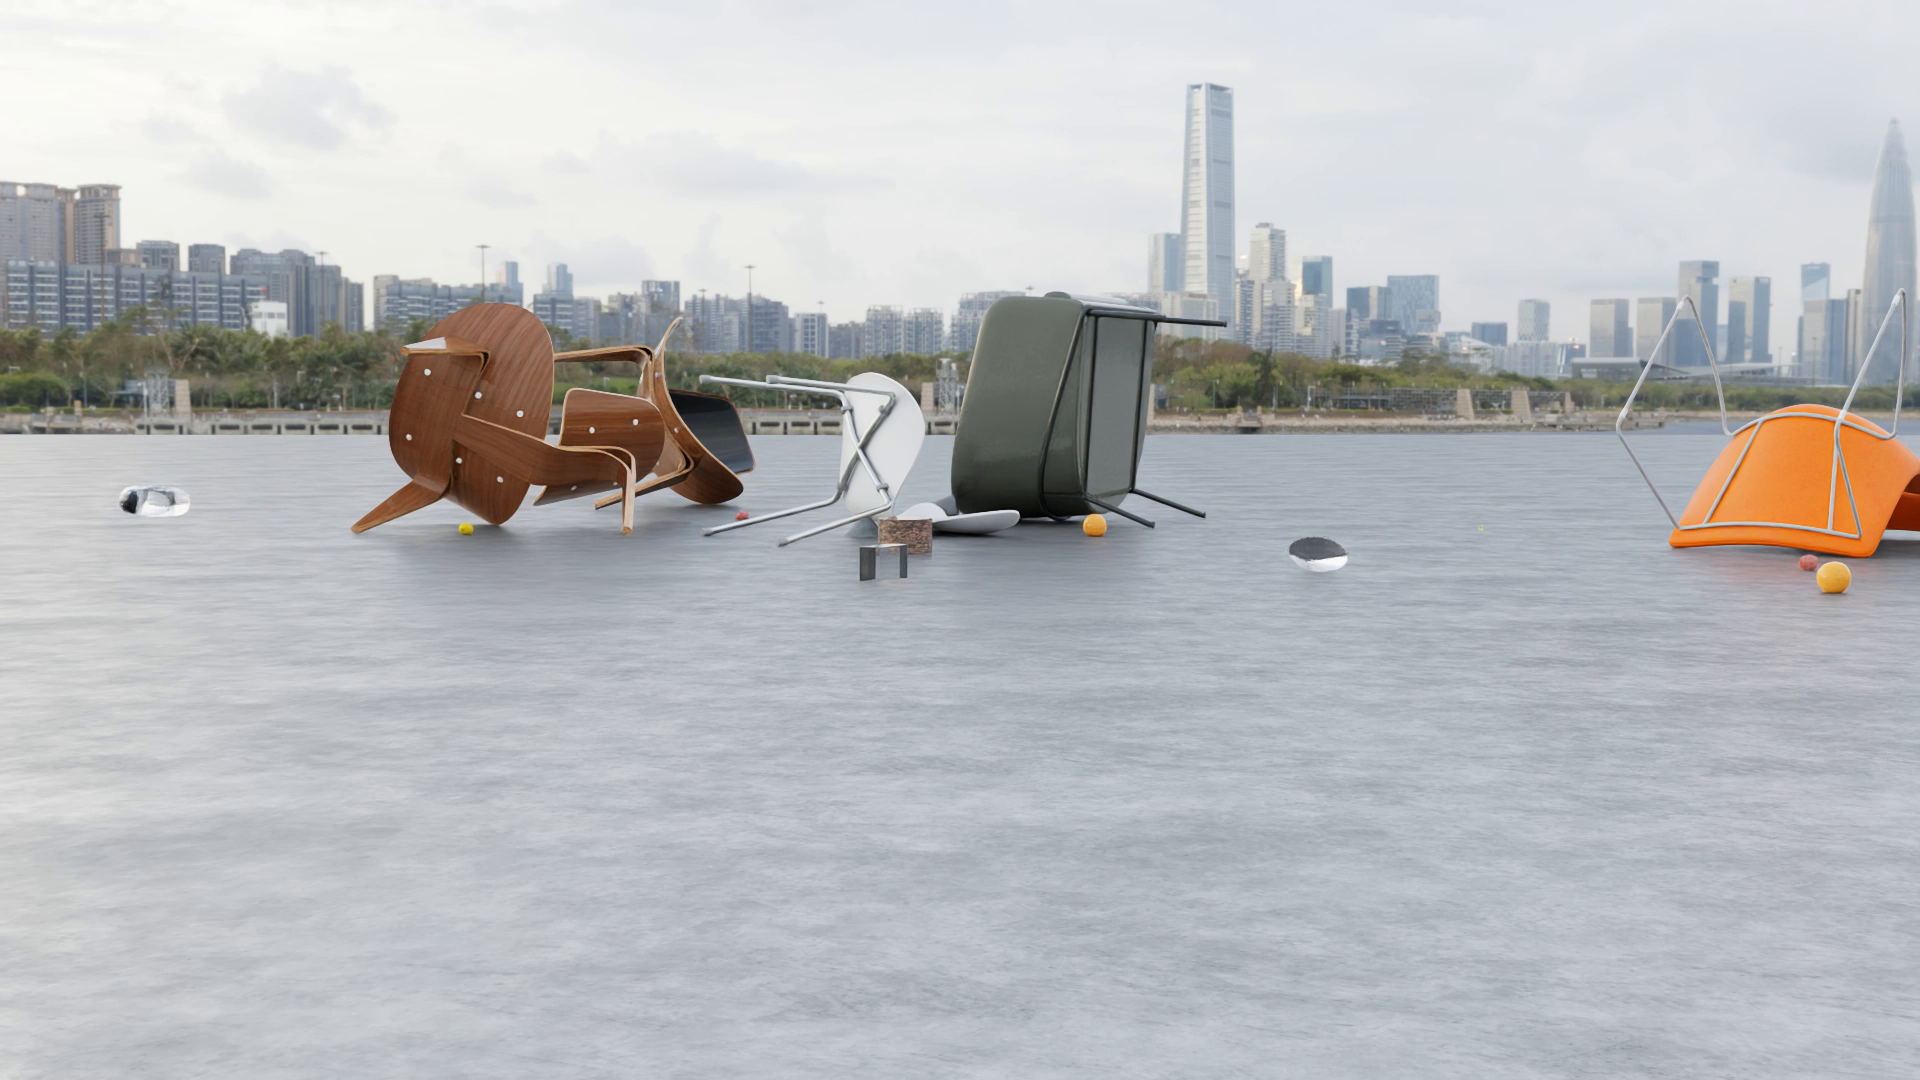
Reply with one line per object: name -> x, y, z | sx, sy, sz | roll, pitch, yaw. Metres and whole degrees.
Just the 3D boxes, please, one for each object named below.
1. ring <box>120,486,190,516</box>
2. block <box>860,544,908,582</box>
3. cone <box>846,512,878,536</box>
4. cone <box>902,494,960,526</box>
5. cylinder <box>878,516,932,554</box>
ring -> -2.854, -0.136, 7.797 | 0.186, 0.097, 0.281 | 8, 3, 23
block -> -0.180, 0.053, 5.180 | 0.055, 0.081, 0.125 | 2, 5, 30
cone -> -0.289, -0.050, 6.722 | 0.129, 0.075, 0.068 | 0, 4, 3
cone -> -0.138, -0.076, 7.278 | 0.264, 0.104, 0.124 | -11, 16, 4
cylinder -> -0.151, -0.014, 6.055 | 0.148, 0.094, 0.186 | 1, 4, 11
